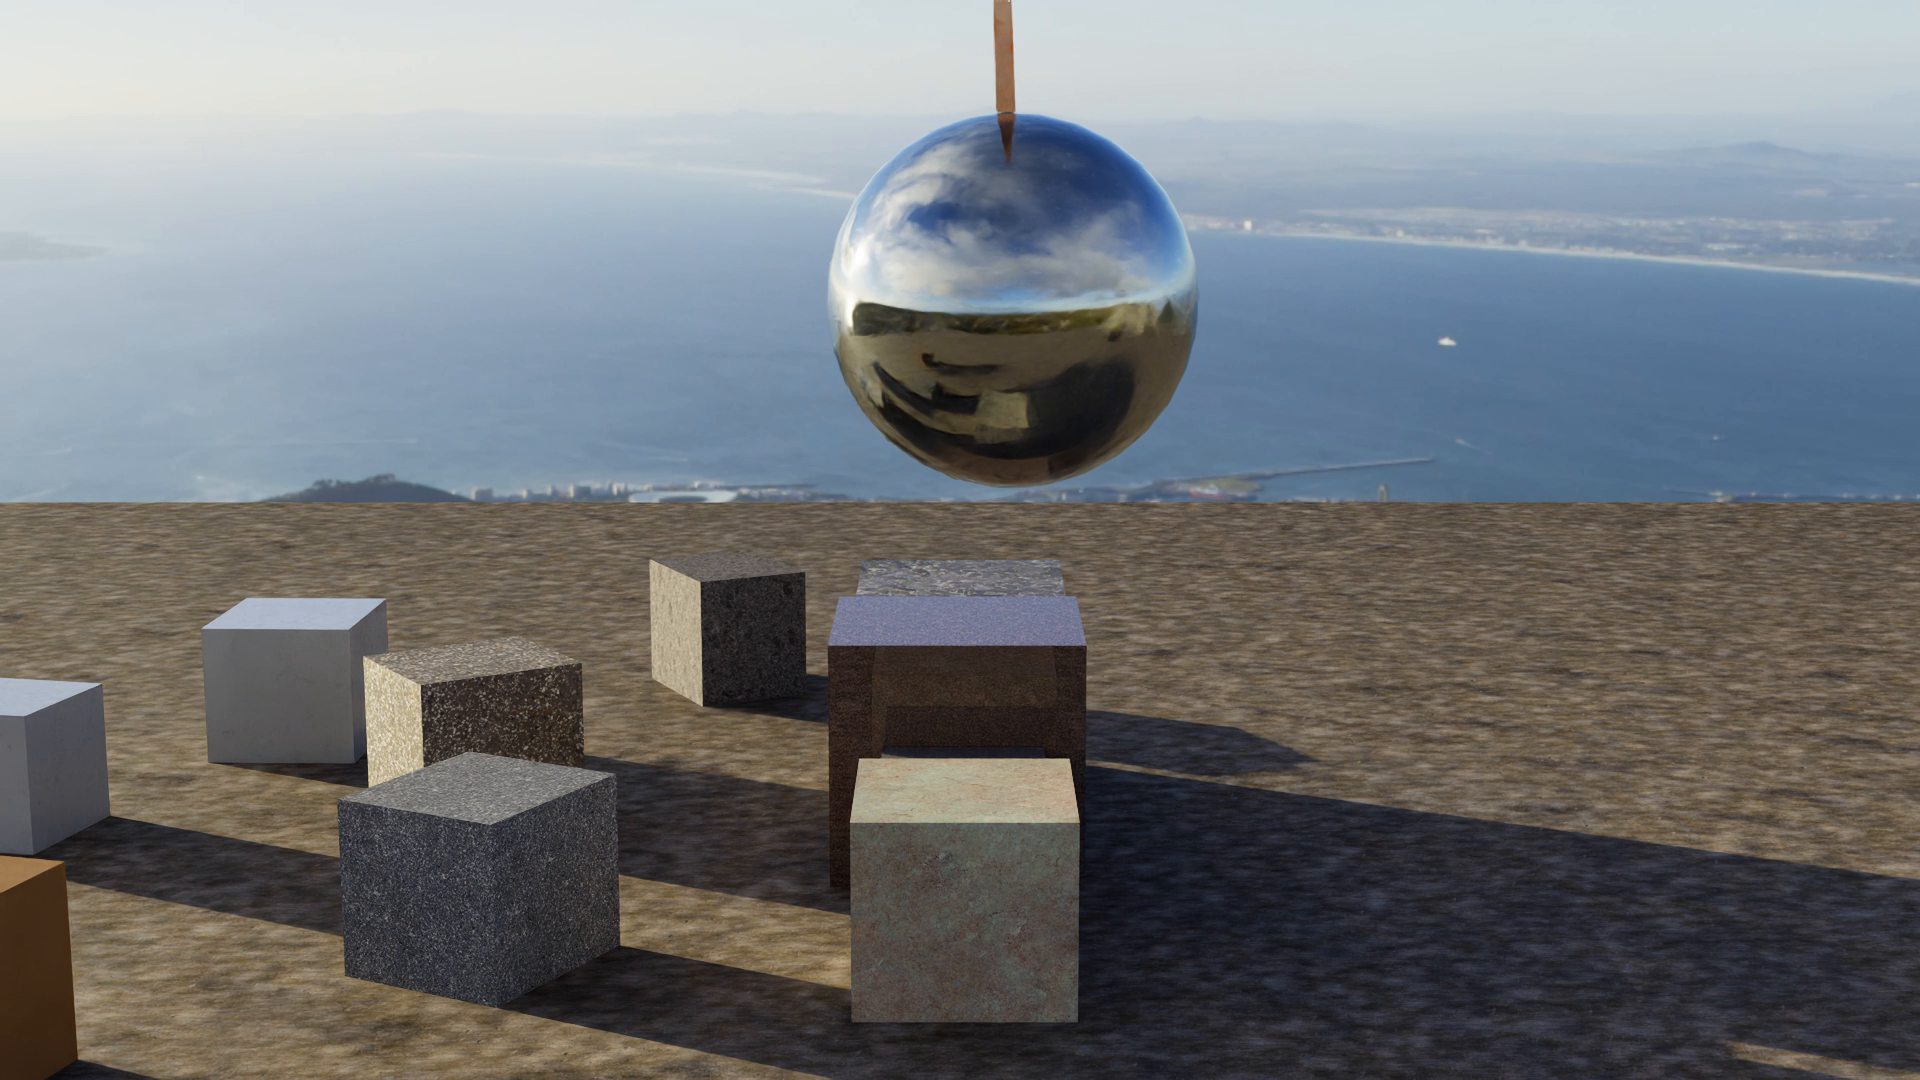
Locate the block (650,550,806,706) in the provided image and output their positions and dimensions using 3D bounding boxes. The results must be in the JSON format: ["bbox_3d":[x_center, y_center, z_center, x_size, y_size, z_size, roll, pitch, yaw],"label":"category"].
[{"bbox_3d":[-1.346,0.497,14.838,0.640,0.713,0.784,-5,12,-27],"label":"block"}]

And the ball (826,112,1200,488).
[{"bbox_3d":[0.225,-1.023,10.994,1.600,1.600,1.600,0,10,0],"label":"ball"}]

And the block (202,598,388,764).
[{"bbox_3d":[-3.491,0.733,13.558,0.760,0.706,0.782,0,10,1],"label":"block"}]

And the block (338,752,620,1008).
[{"bbox_3d":[-1.904,1.331,10.225,0.747,0.723,0.807,5,12,27],"label":"block"}]

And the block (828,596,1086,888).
[{"bbox_3d":[-0.012,0.892,11.637,1.113,1.082,1.047,0,10,0],"label":"block"}]

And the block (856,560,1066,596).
[{"bbox_3d":[0.004,0.715,12.674,0.998,1.058,1.034,0,10,0],"label":"block"}]

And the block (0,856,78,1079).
[{"bbox_3d":[-3.620,1.546,8.986,0.730,0.742,0.638,3,11,15],"label":"block"}]

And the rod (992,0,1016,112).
[{"bbox_3d":[0.097,-4.366,10.387,0.080,5.200,0.080,-2,10,0],"label":"rod"}]

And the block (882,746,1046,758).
[{"bbox_3d":[0.014,1.270,10.805,0.698,0.634,0.708,0,10,0],"label":"block"}]

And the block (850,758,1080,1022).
[{"bbox_3d":[0.018,1.346,9.993,0.850,0.776,0.899,0,10,0],"label":"block"}]

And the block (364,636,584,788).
[{"bbox_3d":[-2.336,0.937,12.342,0.812,0.741,0.714,-7,12,-33],"label":"block"}]

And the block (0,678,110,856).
[{"bbox_3d":[-4.521,1.043,12.014,0.770,0.650,0.647,2,11,13],"label":"block"}]
